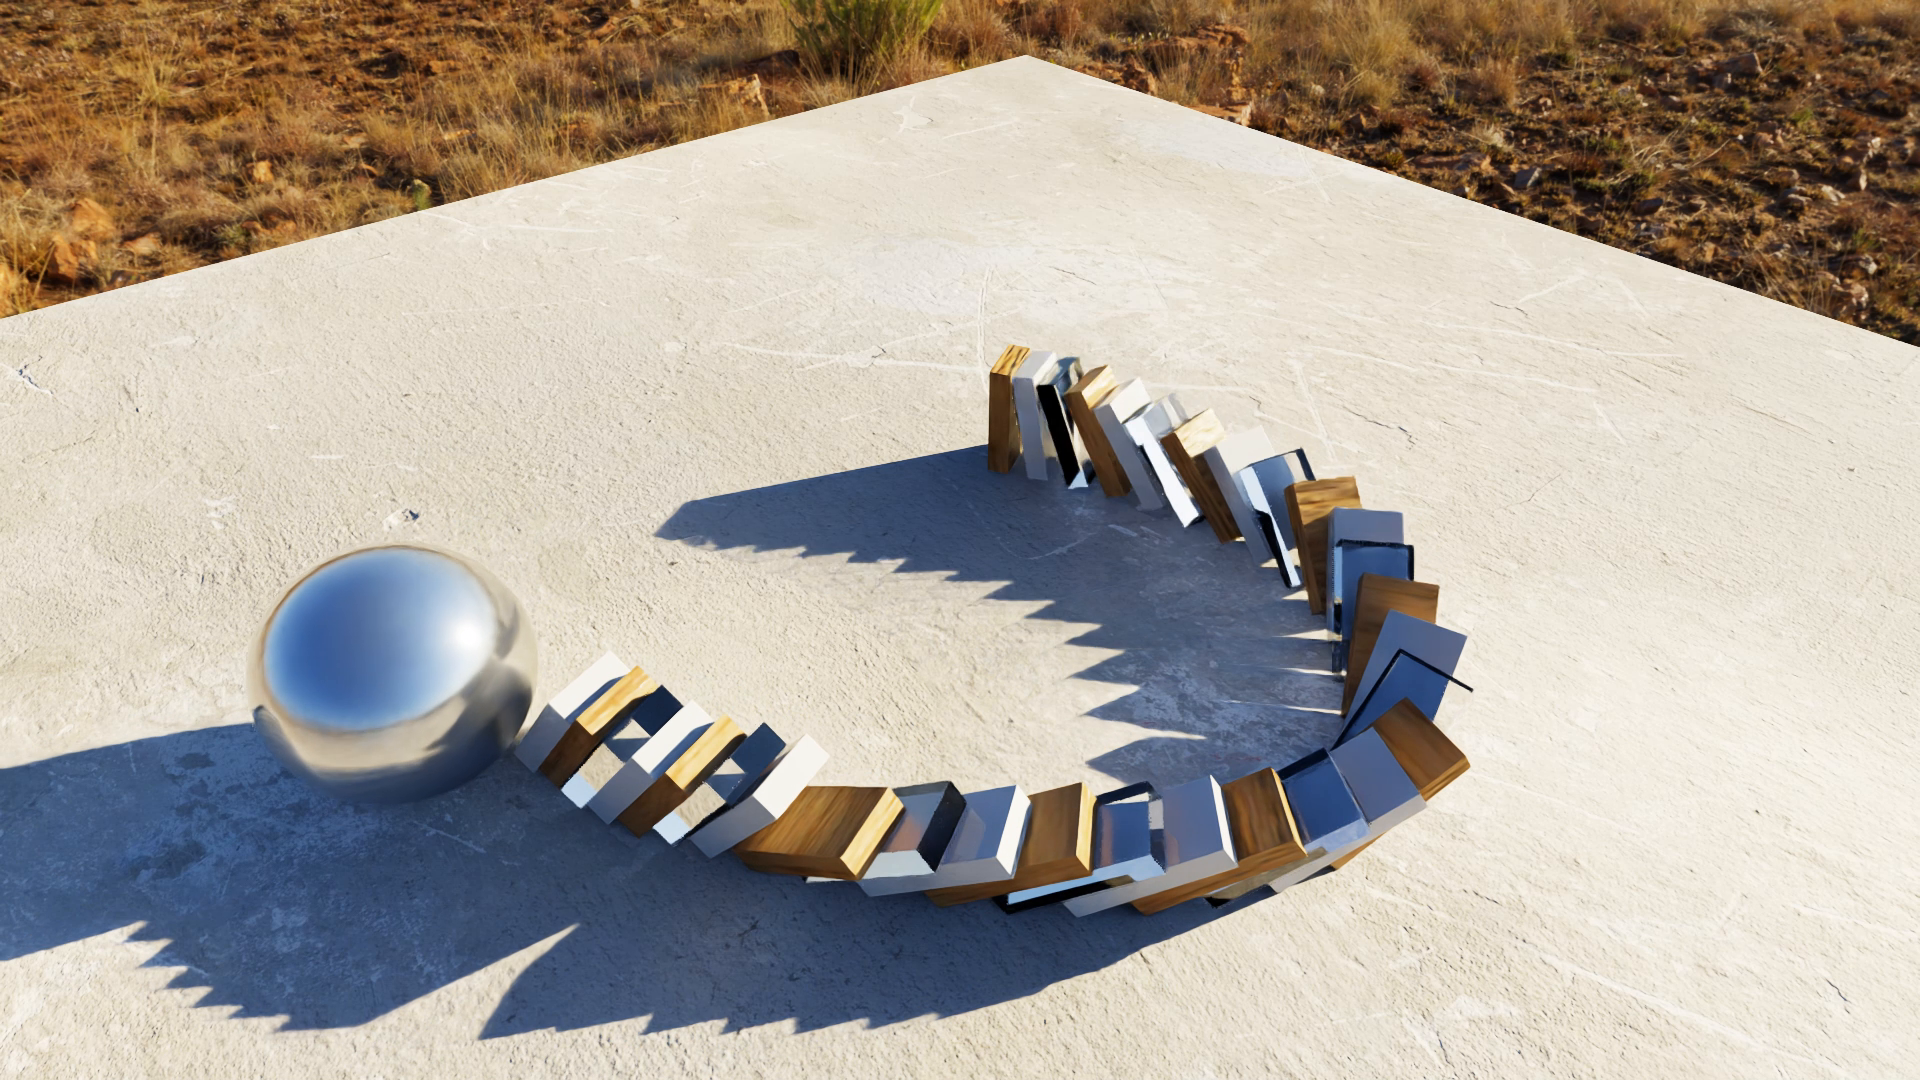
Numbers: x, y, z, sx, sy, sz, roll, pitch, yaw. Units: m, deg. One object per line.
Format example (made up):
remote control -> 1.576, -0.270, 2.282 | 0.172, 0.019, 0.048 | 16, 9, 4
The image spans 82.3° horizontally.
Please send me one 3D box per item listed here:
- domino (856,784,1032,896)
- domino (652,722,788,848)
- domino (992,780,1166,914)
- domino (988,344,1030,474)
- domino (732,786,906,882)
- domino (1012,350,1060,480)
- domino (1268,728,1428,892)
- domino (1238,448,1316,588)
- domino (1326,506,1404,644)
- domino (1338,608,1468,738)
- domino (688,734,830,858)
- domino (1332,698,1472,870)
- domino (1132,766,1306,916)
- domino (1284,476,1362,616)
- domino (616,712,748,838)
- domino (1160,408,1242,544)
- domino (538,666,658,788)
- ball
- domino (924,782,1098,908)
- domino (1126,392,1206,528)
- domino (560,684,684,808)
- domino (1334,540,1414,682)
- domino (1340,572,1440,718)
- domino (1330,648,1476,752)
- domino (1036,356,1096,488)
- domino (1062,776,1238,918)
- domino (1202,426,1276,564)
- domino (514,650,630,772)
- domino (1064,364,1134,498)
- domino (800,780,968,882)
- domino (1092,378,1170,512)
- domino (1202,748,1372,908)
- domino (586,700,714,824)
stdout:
domino -> -0.005, 0.087, 0.318 | 0.050, 0.010, 0.025 | -18, 30, 30
domino -> -0.072, 0.073, 0.325 | 0.009, 0.050, 0.025 | 46, 48, -3
domino -> 0.034, 0.088, 0.316 | 0.050, 0.010, 0.025 | -23, 33, 24
domino -> 0.021, -0.057, 0.481 | 0.009, 0.050, 0.025 | 14, 41, 16
domino -> -0.041, 0.084, 0.319 | 0.050, 0.010, 0.025 | -11, 31, 43
domino -> 0.035, -0.054, 0.477 | 0.009, 0.050, 0.025 | 8, 39, 26
domino -> 0.108, 0.080, 0.325 | 0.050, 0.010, 0.025 | -34, 42, 11
domino -> 0.131, -0.009, 0.431 | 0.025, 0.010, 0.050 | -17, 81, -19
domino -> 0.149, 0.014, 0.405 | 0.025, 0.009, 0.050 | 4, 75, 4
domino -> 0.144, 0.051, 0.360 | 0.025, 0.010, 0.050 | 21, 80, 24
domino -> -0.060, 0.076, 0.323 | 0.010, 0.050, 0.025 | 46, 47, -5
domino -> 0.125, 0.073, 0.333 | 0.050, 0.009, 0.025 | -40, 46, 6
domino -> 0.071, 0.087, 0.317 | 0.050, 0.010, 0.025 | -28, 36, 19
domino -> 0.142, 0.002, 0.419 | 0.025, 0.009, 0.050 | -7, 77, -8
domino -> -0.083, 0.071, 0.328 | 0.009, 0.050, 0.025 | 46, 49, -3
domino -> 0.105, -0.026, 0.450 | 0.025, 0.010, 0.050 | -33, 93, -34
domino -> -0.113, 0.059, 0.343 | 0.010, 0.050, 0.025 | 46, 48, -3
ball -> -0.172, 0.040, 0.339 | 0.080, 0.080, 0.080 | 0, 39, 0
domino -> 0.015, 0.088, 0.316 | 0.050, 0.010, 0.025 | -21, 32, 26
domino -> 0.091, -0.034, 0.458 | 0.025, 0.050, 0.009 | -37, 10, -36
domino -> -0.104, 0.064, 0.337 | 0.009, 0.050, 0.025 | 46, 48, -3
domino -> 0.147, 0.026, 0.391 | 0.025, 0.010, 0.050 | 4, 74, 5
domino -> 0.147, 0.038, 0.376 | 0.025, 0.009, 0.050 | 10, 74, 12
domino -> 0.136, 0.062, 0.346 | 0.025, 0.009, 0.050 | 33, 85, 34
domino -> 0.049, -0.050, 0.473 | 0.009, 0.050, 0.025 | -1, 34, 33
domino -> 0.053, 0.088, 0.316 | 0.050, 0.009, 0.025 | -25, 34, 21
domino -> 0.120, -0.018, 0.442 | 0.025, 0.009, 0.050 | -22, 85, -25
domino -> -0.123, 0.055, 0.347 | 0.009, 0.050, 0.025 | 46, 48, -3
domino -> 0.063, -0.046, 0.469 | 0.009, 0.050, 0.025 | -6, 28, 42
domino -> -0.024, 0.085, 0.319 | 0.050, 0.009, 0.025 | -17, 28, 35
domino -> 0.077, -0.040, 0.464 | 0.010, 0.050, 0.025 | -14, 21, 47
domino -> 0.090, 0.084, 0.321 | 0.050, 0.010, 0.025 | -31, 39, 14
domino -> -0.094, 0.068, 0.332 | 0.010, 0.050, 0.025 | 46, 48, -3
